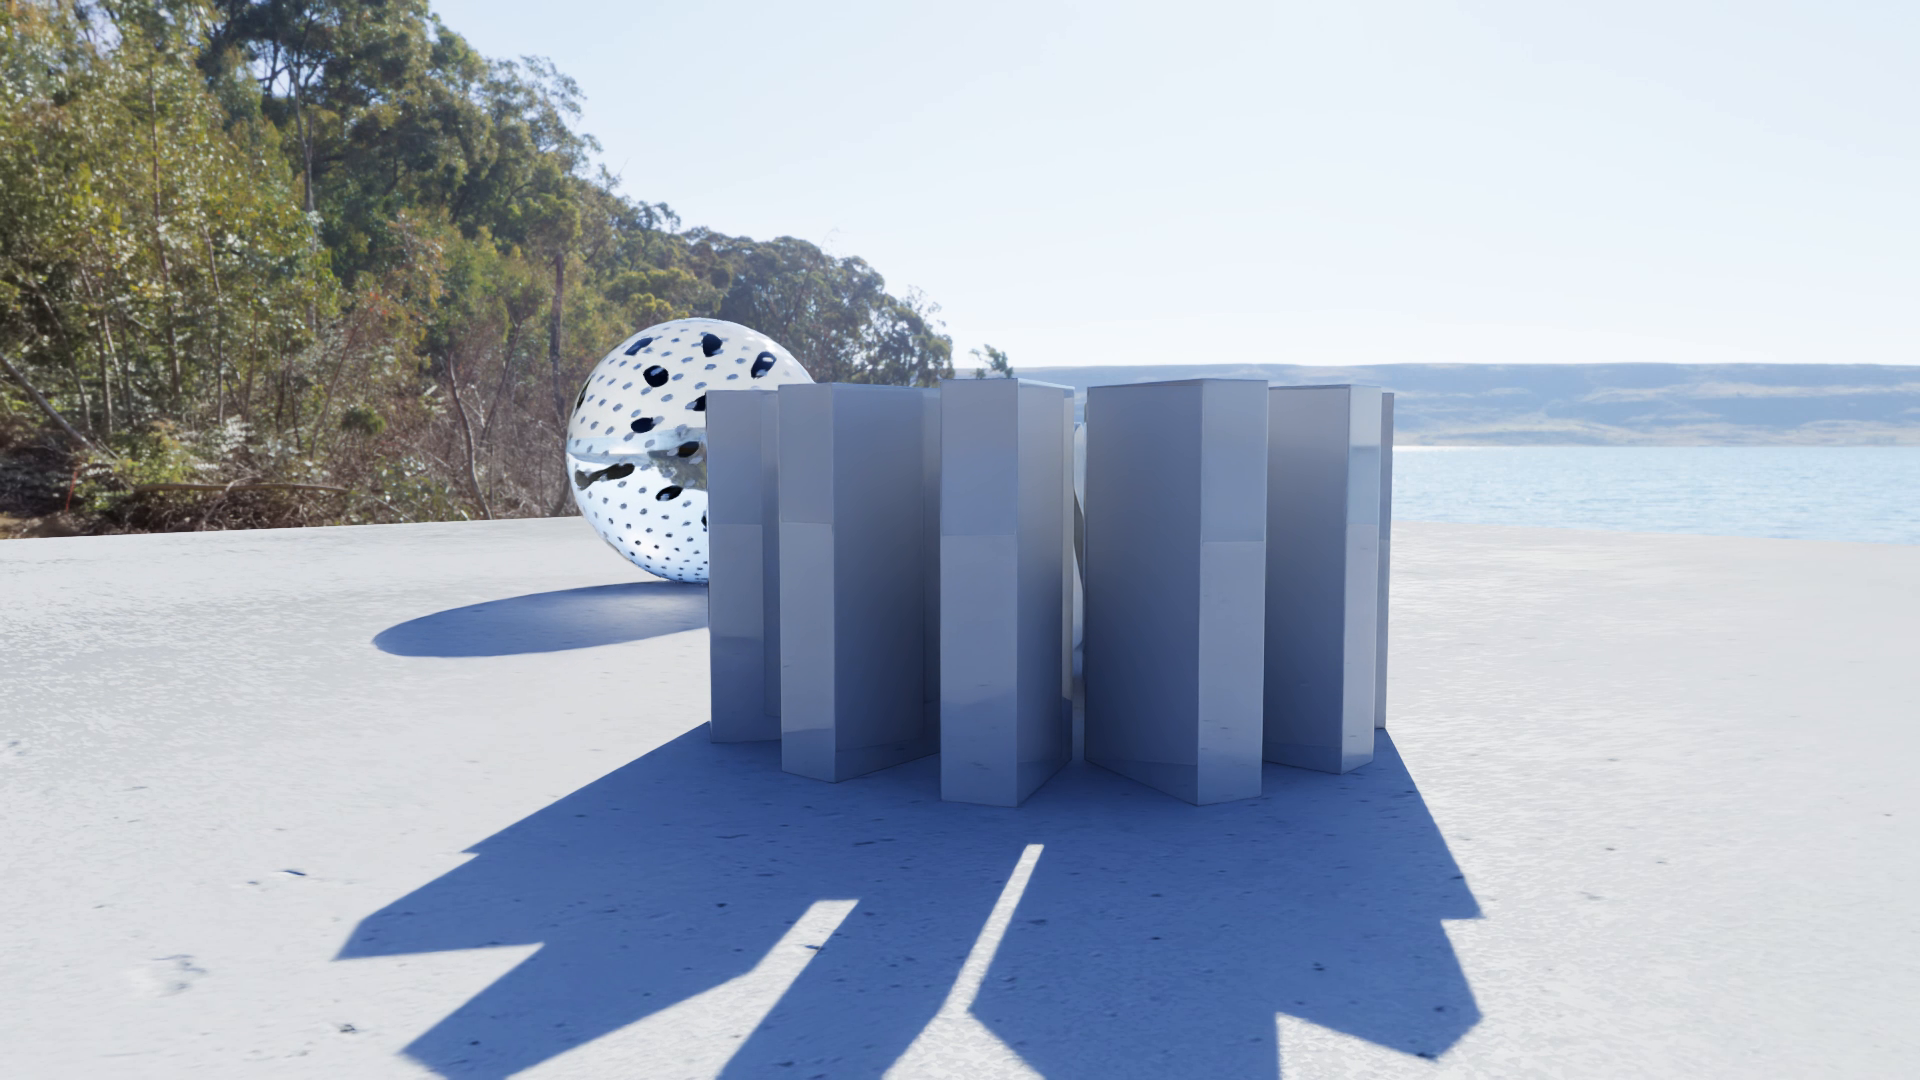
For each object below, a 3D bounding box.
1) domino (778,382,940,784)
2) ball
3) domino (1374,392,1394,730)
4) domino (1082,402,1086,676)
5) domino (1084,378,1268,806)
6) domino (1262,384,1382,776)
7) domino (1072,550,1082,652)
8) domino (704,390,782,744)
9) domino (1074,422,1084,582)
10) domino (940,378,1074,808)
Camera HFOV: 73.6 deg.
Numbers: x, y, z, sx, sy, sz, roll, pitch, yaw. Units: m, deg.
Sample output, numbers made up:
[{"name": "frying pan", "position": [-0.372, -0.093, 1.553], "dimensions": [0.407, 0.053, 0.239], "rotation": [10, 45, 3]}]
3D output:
[{"name": "domino", "position": [-0.012, 0.005, 0.172], "dimensions": [0.010, 0.050, 0.025], "rotation": [3, 5, 38]}, {"name": "ball", "position": [-0.078, -0.027, 0.389], "dimensions": [0.080, 0.080, 0.080], "rotation": [0, 4, 0]}, {"name": "domino", "position": [0.051, 0.003, 0.193], "dimensions": [0.025, 0.050, 0.010], "rotation": [0, 4, -6]}, {"name": "domino", "position": [0.027, 0.001, 0.224], "dimensions": [0.009, 0.050, 0.025], "rotation": [0, 4, 3]}, {"name": "domino", "position": [0.027, 0.005, 0.162], "dimensions": [0.009, 0.050, 0.025], "rotation": [-2, 5, -26]}, {"name": "domino", "position": [0.043, 0.004, 0.175], "dimensions": [0.025, 0.050, 0.010], "rotation": [4, 6, 42]}, {"name": "domino", "position": [0.009, -0.002, 0.260], "dimensions": [0.025, 0.050, 0.009], "rotation": [3, 27, 32]}, {"name": "domino", "position": [-0.024, 0.003, 0.188], "dimensions": [0.025, 0.050, 0.010], "rotation": [-1, 4, -12]}, {"name": "domino", "position": [0.019, -0.001, 0.274], "dimensions": [0.025, 0.050, 0.010], "rotation": [3, 39, 32]}, {"name": "domino", "position": [0.006, 0.005, 0.161], "dimensions": [0.010, 0.050, 0.025], "rotation": [2, 5, 20]}]
